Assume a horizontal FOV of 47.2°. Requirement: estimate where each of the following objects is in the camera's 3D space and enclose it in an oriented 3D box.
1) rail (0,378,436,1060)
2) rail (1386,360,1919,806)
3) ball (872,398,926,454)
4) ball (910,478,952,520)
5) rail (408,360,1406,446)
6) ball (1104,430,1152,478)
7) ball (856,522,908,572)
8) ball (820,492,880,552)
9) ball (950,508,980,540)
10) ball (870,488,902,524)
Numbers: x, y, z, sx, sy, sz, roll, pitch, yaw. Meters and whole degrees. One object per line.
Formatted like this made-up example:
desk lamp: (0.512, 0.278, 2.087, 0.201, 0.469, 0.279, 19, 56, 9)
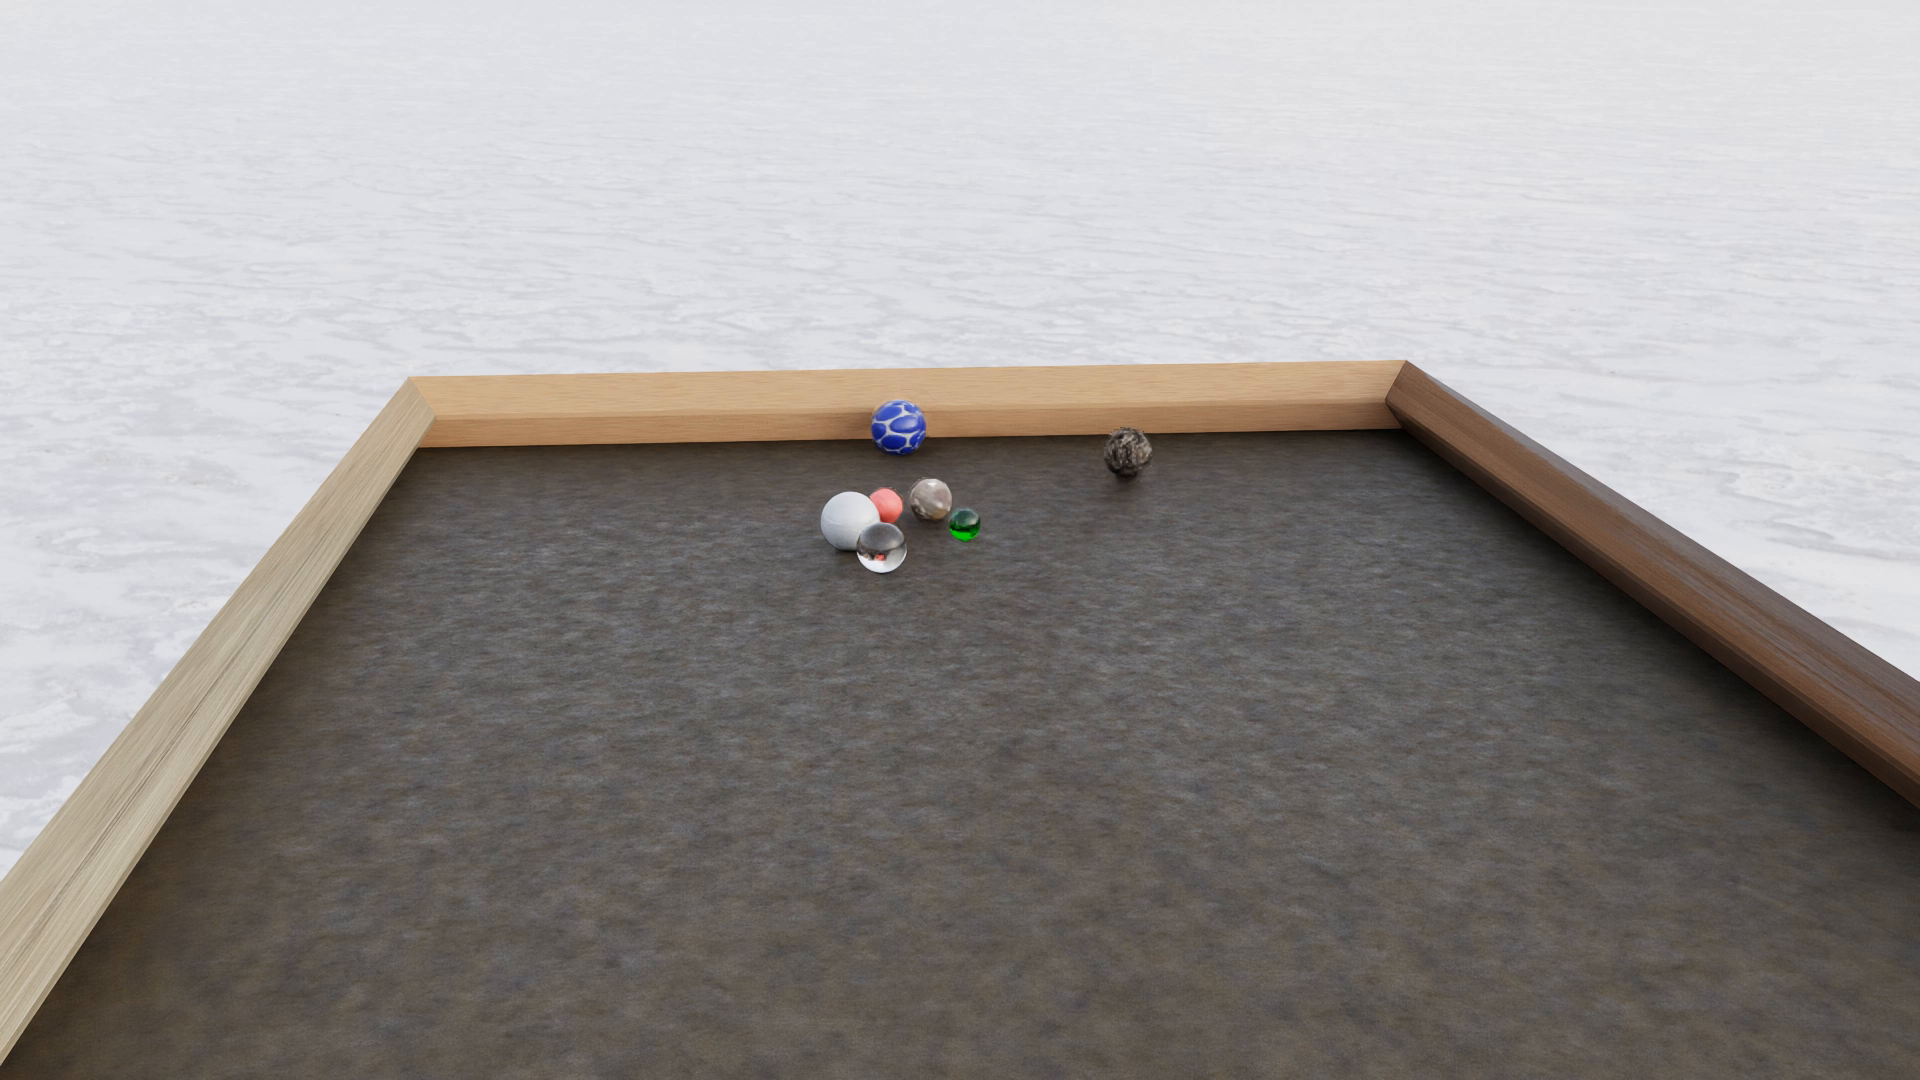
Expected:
rail: (-0.687, 0.182, 1.960, 0.045, 0.109, 2.940, -1, 15, -5)
rail: (0.820, 0.146, 2.092, 0.045, 0.109, 2.940, -1, 15, -5)
ball: (-0.092, -0.171, 3.330, 0.084, 0.084, 0.084, 0, 15, 0)
ball: (-0.039, -0.054, 2.946, 0.057, 0.057, 0.057, 0, 15, 0)
rail: (-0.064, -0.209, 3.417, 1.560, 0.109, 0.045, -1, 15, -5)
ball: (0.243, -0.126, 3.189, 0.069, 0.069, 0.069, 0, 15, 0)
ball: (-0.096, 0.009, 2.699, 0.063, 0.063, 0.063, 0, 15, 0)
ball: (-0.139, -0.024, 2.796, 0.076, 0.076, 0.076, 0, 15, 0)
ball: (0.006, -0.020, 2.849, 0.041, 0.041, 0.041, 0, 15, 0)
ball: (-0.100, -0.044, 2.927, 0.047, 0.047, 0.047, 0, 15, 0)
